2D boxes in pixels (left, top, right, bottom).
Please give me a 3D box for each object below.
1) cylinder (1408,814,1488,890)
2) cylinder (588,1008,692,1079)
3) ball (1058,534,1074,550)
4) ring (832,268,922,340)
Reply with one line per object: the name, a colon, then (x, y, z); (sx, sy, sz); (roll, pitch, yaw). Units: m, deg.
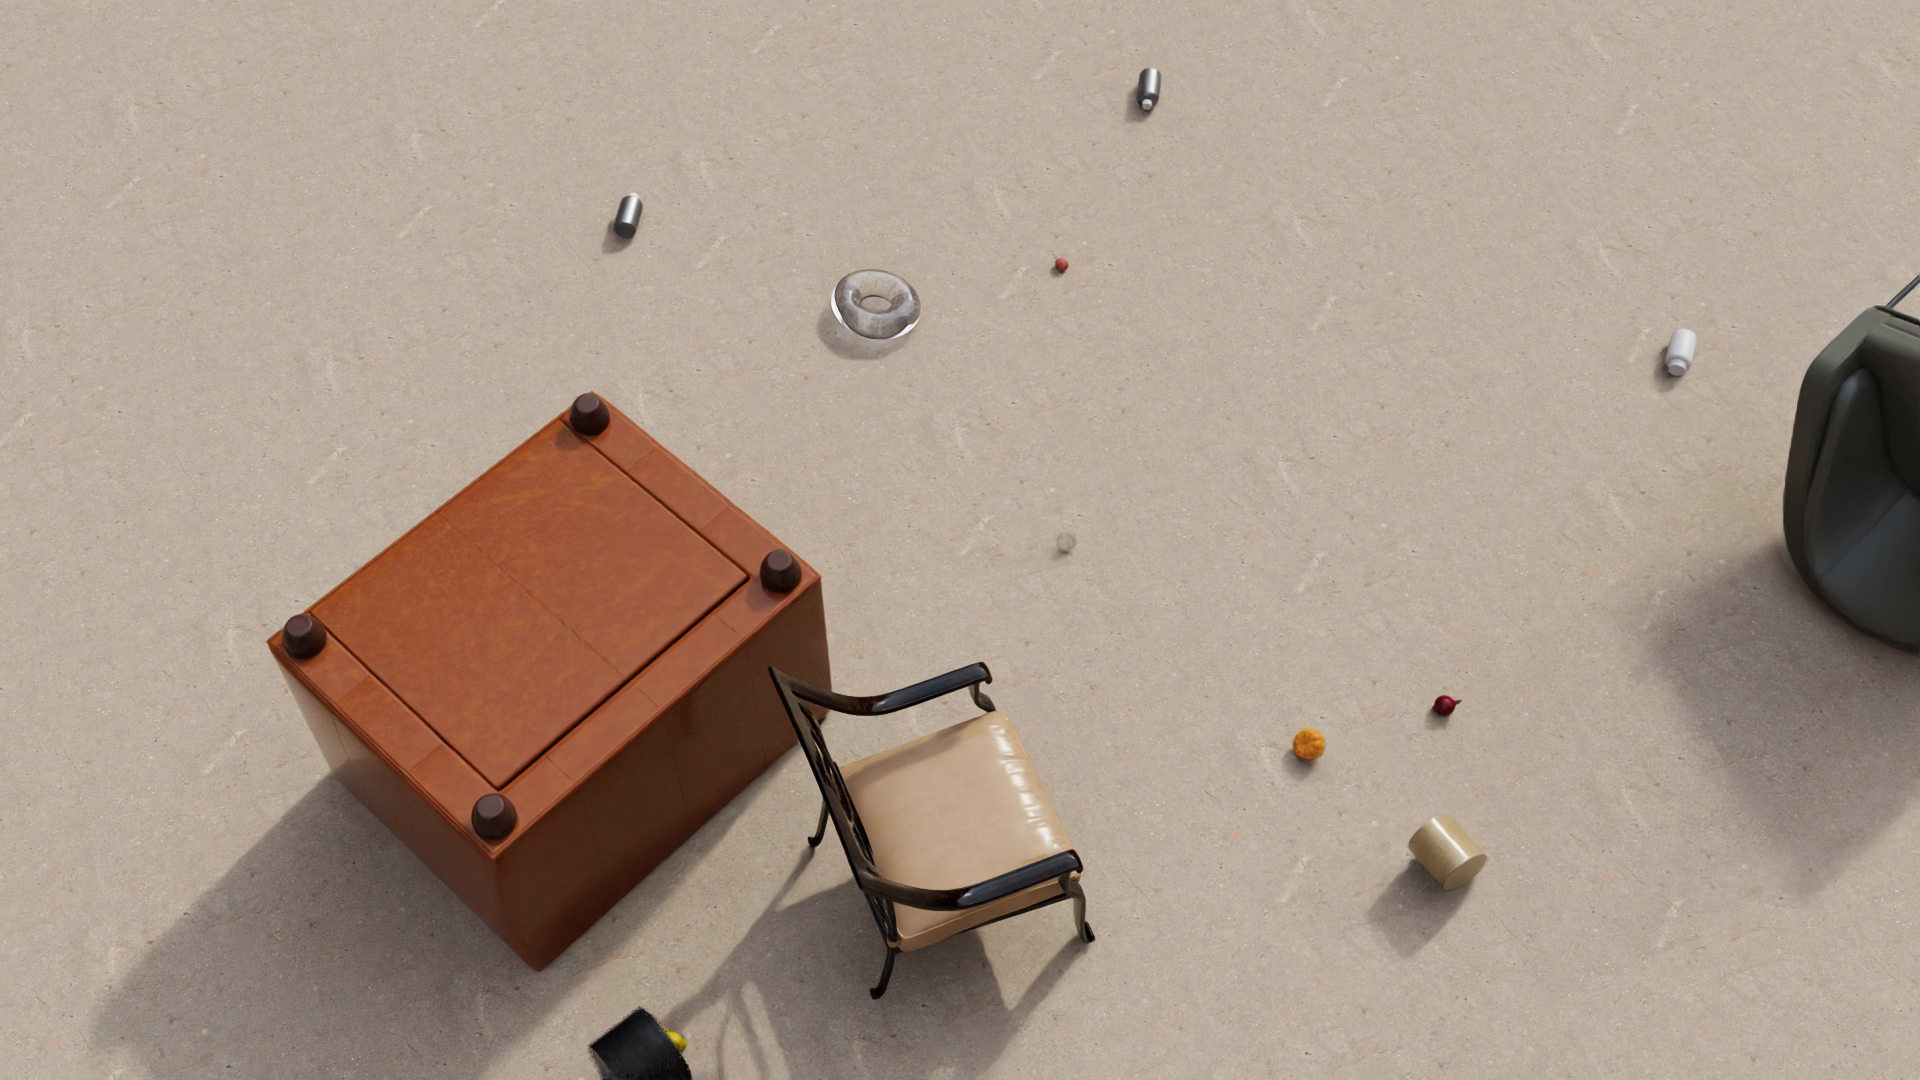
cylinder: (1.307, 0.837, 5.898); (0.143, 0.205, 0.144); (-44, 62, 10)
cylinder: (-0.807, 1.319, 5.547); (0.160, 0.235, 0.220); (-36, 62, -21)
ball: (0.314, 0.006, 6.540); (0.050, 0.050, 0.050); (0, 56, 0)
ring: (-0.268, -0.754, 7.023); (0.297, 0.096, 0.253); (22, 60, 13)
